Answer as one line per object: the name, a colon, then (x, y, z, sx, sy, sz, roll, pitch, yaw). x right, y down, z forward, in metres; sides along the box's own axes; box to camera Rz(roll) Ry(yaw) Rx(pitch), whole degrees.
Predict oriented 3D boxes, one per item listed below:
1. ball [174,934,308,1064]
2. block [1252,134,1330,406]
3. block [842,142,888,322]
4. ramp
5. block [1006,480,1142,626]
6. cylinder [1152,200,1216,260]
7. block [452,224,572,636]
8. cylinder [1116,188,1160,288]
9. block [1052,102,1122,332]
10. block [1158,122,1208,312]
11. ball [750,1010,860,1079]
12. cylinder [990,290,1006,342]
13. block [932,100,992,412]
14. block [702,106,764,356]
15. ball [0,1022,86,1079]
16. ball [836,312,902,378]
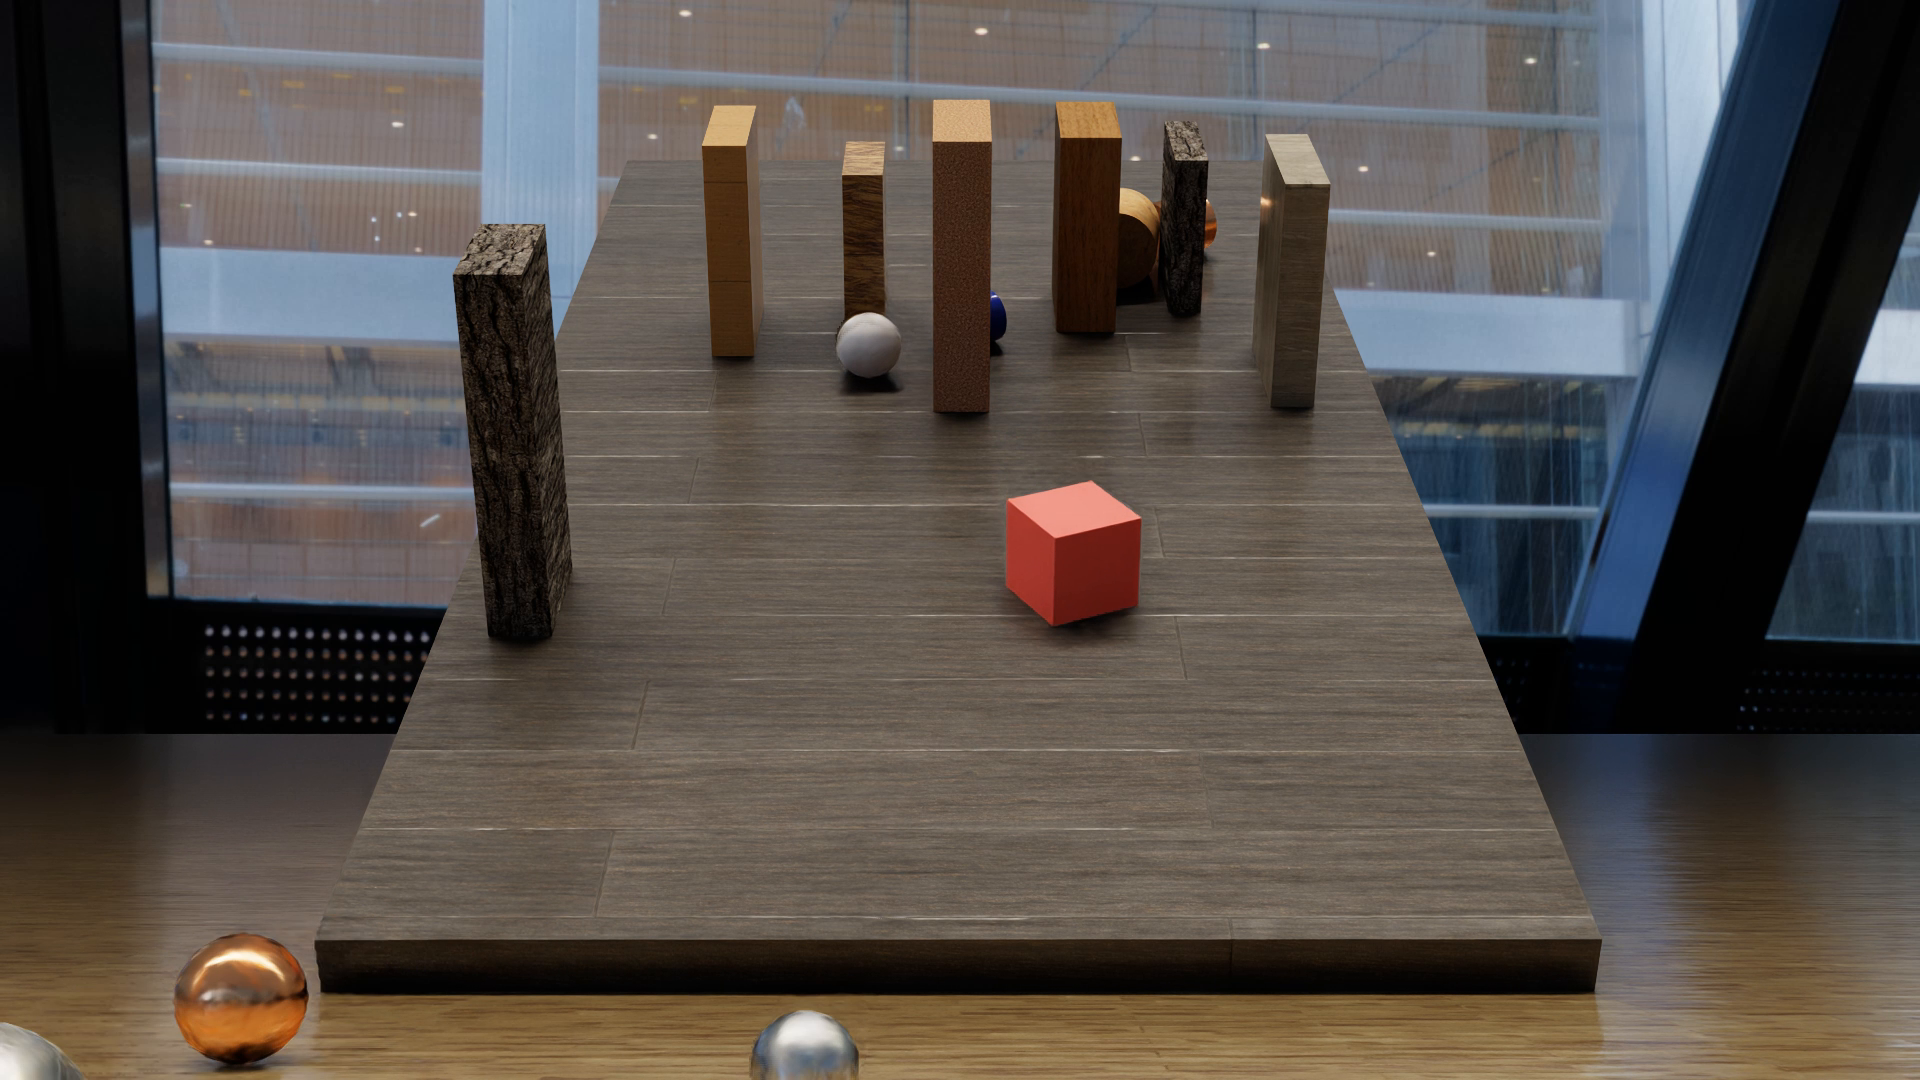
ball: (-0.889, 0.567, 2.923, 0.160, 0.160, 0.160, 0, -5, 0)
block: (0.779, -0.640, 5.593, 0.101, 0.543, 0.381, 0, 27, 0)
block: (-0.240, -0.771, 5.997, 0.099, 0.411, 0.276, 0, 27, 0)
ramp: (-0.010, -0.228, 5.481, 2.000, 0.100, 4.000, 0, 27, 0)
block: (0.221, 0.025, 4.649, 0.192, 0.192, 0.192, -13, 29, -24)
cylinder: (0.590, -0.856, 6.457, 0.157, 0.157, 0.157, -19, 7, -33)
block: (-0.844, -0.206, 4.498, 0.123, 0.735, 0.277, 0, 27, 0)
cylinder: (0.423, -0.804, 6.294, 0.209, 0.209, 0.209, -1, 26, 8)
block: (0.318, -0.822, 5.996, 0.148, 0.505, 0.313, 0, 27, 0)
block: (0.579, -0.843, 6.152, 0.083, 0.406, 0.338, 0, 27, 0)
ball: (-0.164, 0.555, 2.495, 0.115, 0.115, 0.115, 0, -5, 0)
cylinder: (0.026, -0.545, 5.861, 0.129, 0.129, 0.129, -18, 6, -32)
block: (0.003, -0.664, 5.516, 0.131, 0.650, 0.331, 0, 27, 0)
block: (-0.559, -0.767, 5.849, 0.104, 0.534, 0.335, 0, 27, 0)
ball: (-0.740, 0.455, 1.753, 0.197, 0.197, 0.197, 0, -5, 0)
ball: (-0.219, -0.468, 5.675, 0.156, 0.156, 0.156, 0, -5, 0)
